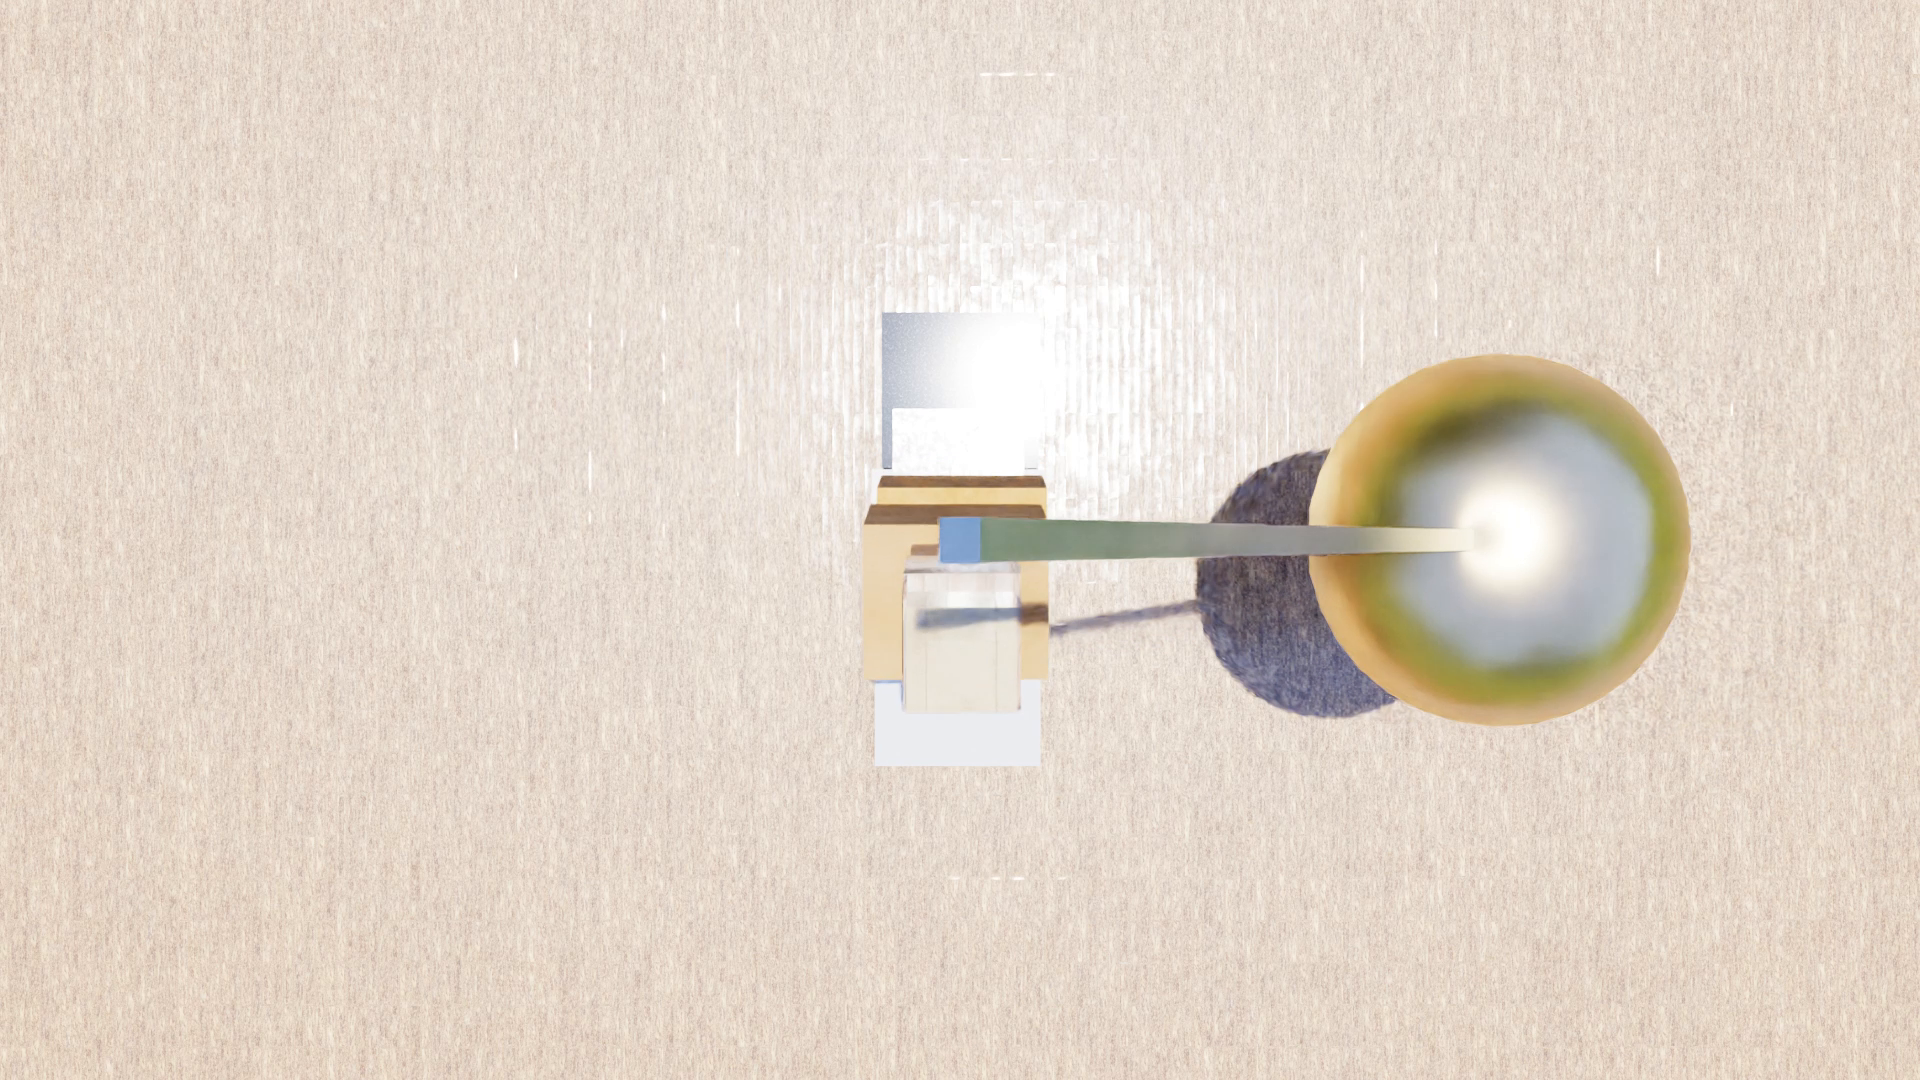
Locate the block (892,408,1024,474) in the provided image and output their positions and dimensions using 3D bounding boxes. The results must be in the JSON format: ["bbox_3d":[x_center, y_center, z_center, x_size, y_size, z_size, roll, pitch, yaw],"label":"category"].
[{"bbox_3d":[-0.009,-0.360,11.674,0.674,0.746,0.629,0,90,0],"label":"block"}]

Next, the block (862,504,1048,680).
[{"bbox_3d":[-0.017,0.211,9.595,0.775,0.812,0.652,0,97,0],"label":"block"}]

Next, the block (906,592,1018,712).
[{"bbox_3d":[0.005,0.405,8.025,0.397,0.370,0.380,0,97,0],"label":"block"}]

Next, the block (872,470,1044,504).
[{"bbox_3d":[-0.010,0.019,12.524,0.947,0.953,0.814,0,90,0],"label":"block"}]

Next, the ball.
[{"bbox_3d":[2.295,0.000,9.429,1.600,1.600,1.600,0,90,0],"label":"ball"}]

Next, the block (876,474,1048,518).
[{"bbox_3d":[0.009,0.123,10.312,0.771,0.633,0.800,0,97,0],"label":"block"}]

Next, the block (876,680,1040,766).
[{"bbox_3d":[-0.013,0.845,12.608,0.919,0.785,0.820,0,90,0],"label":"block"}]

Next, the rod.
[{"bbox_3d":[0.994,0.000,6.288,0.080,5.200,0.080,0,90,22],"label":"rod"}]

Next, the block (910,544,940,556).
[{"bbox_3d":[0.014,0.290,8.957,0.430,0.474,0.493,0,97,0],"label":"block"}]

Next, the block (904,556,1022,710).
[{"bbox_3d":[0.009,0.351,8.465,0.439,0.516,0.514,0,97,0],"label":"block"}]

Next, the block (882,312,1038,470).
[{"bbox_3d":[0.002,-0.827,12.559,0.865,0.883,0.857,0,90,0],"label":"block"}]
